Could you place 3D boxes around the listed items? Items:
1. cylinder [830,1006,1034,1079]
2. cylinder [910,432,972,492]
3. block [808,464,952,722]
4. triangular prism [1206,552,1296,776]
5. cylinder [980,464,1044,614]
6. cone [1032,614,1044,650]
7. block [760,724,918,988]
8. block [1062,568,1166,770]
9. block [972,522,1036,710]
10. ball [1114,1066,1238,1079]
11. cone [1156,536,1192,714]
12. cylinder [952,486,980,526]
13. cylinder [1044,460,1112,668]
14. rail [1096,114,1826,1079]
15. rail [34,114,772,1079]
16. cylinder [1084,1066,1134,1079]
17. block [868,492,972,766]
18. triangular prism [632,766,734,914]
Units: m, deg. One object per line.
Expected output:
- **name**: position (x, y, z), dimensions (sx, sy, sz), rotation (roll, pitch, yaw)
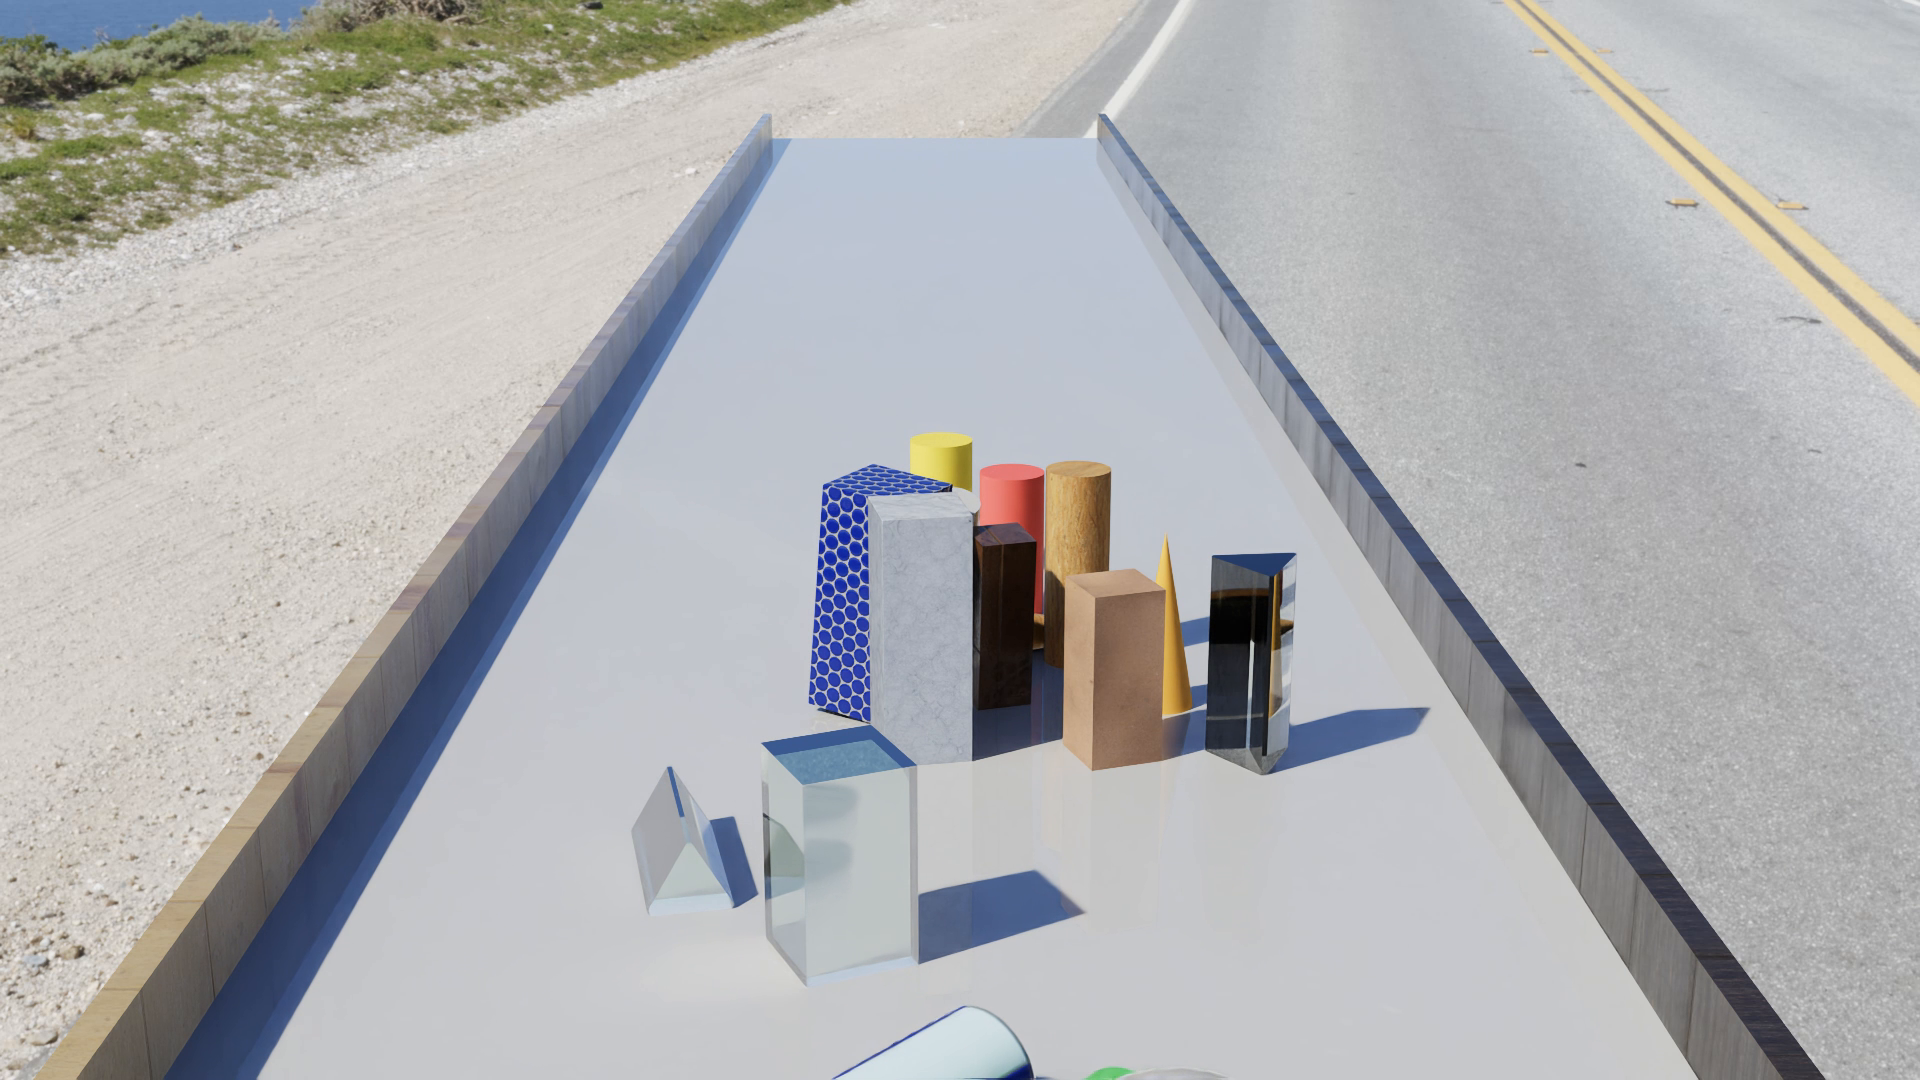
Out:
- **cylinder**: position (-0.104, 0.700, 2.591), dimensions (0.160, 0.160, 0.413), rotation (14, 22, 39)
- **cylinder**: position (-0.042, -0.067, 4.890), dimensions (0.138, 0.321, 0.138), rotation (0, 17, 0)
- **block**: position (-0.149, 0.102, 4.098), dimensions (0.173, 0.433, 0.173), rotation (15, 22, 26)
- **triangular prism**: position (0.538, 0.209, 3.885), dimensions (0.130, 0.365, 0.150), rotation (-12, 20, -35)
- **cylinder**: position (0.110, 0.004, 4.673), dimensions (0.137, 0.308, 0.137), rotation (0, 17, 0)
- **cone**: position (0.181, 0.186, 4.490), dimensions (0.414, 0.126, 0.126), rotation (1, 14, -28)
- **block**: position (-0.173, 0.452, 3.166), dimensions (0.171, 0.309, 0.171), rotation (-7, 18, -23)
- **block**: position (0.272, 0.228, 3.898), dimensions (0.134, 0.320, 0.134), rotation (-6, 18, -19)
- **block**: position (0.072, 0.144, 4.150), dimensions (0.105, 0.331, 0.105), rotation (-5, 22, -17)
- **ball**: position (0.224, 0.711, 2.248), dimensions (0.336, 0.336, 0.336), rotation (0, 17, 0)
- **cone**: position (0.383, 0.147, 4.132), dimensions (0.119, 0.342, 0.119), rotation (0, 17, 0)
- **cylinder**: position (-0.032, 0.086, 4.251), dimensions (0.114, 0.374, 0.114), rotation (4, 32, -2)
- **cylinder**: position (0.232, 0.050, 4.365), dimensions (0.128, 0.395, 0.128), rotation (0, 17, 0)
- **rail**: position (0.932, -0.844, 7.801), dimensions (0.050, 0.150, 12.000), rotation (0, 17, -1)
- **rail**: position (-1.118, -0.838, 7.780), dimensions (0.050, 0.150, 12.000), rotation (0, 17, -1)
- **cylinder**: position (0.072, 0.742, 2.451), dimensions (0.162, 0.162, 0.400), rotation (14, 21, 39)
- **block**: position (-0.071, 0.158, 3.899), dimensions (0.158, 0.454, 0.158), rotation (-3, 17, -11)
- **triangular prism**: position (-0.440, 0.465, 3.456), dimensions (0.129, 0.112, 0.306), rotation (-3, 17, -12)
